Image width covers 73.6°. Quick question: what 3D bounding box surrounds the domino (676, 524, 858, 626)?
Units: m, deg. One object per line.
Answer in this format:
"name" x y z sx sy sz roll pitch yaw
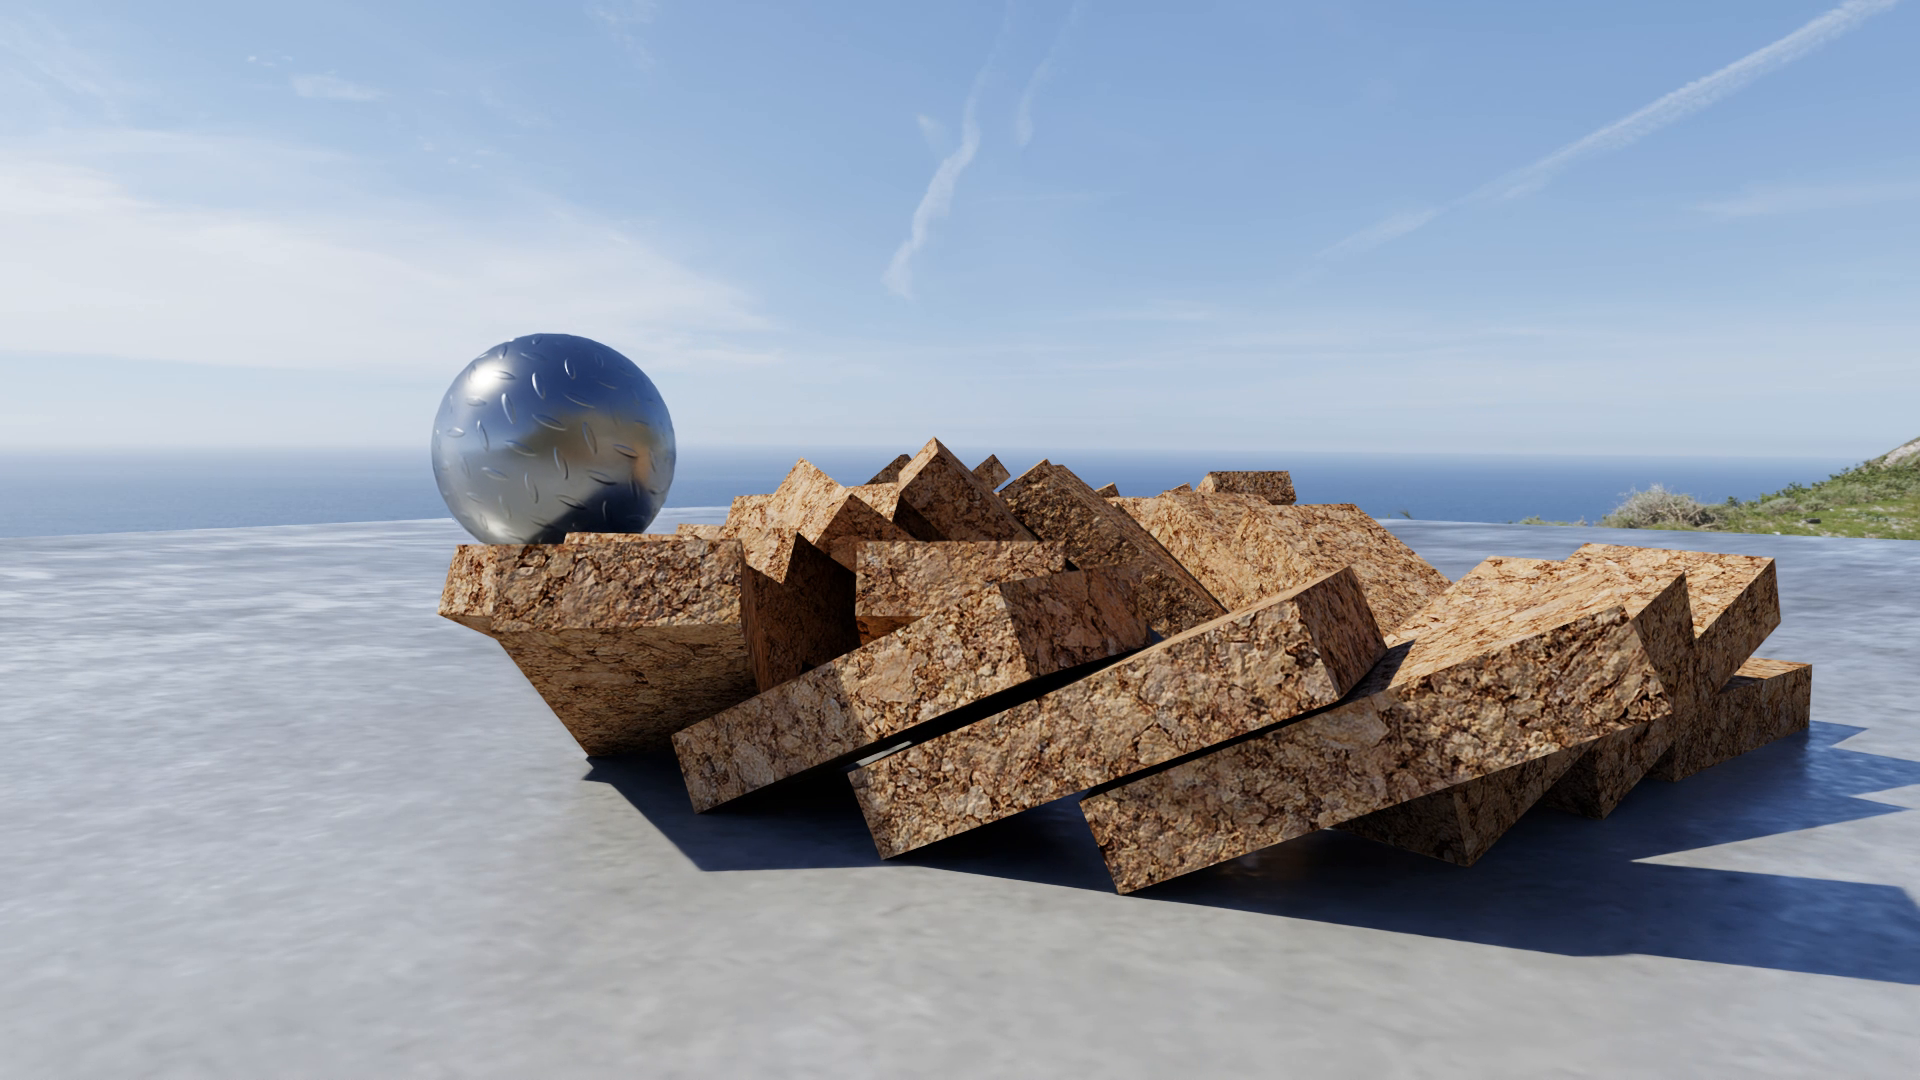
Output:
"domino" -0.026 0.011 0.227 0.025 0.010 0.050 3 -19 30

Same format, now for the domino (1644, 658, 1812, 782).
"domino" 0.101 0.024 0.187 0.050 0.009 0.025 -4 6 -40

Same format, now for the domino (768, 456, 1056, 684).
"domino" -0.006 0.007 0.211 0.050 0.009 0.025 36 -1 -29

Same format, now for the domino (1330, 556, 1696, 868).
"domino" 0.061 0.018 0.151 0.050 0.009 0.025 -29 20 -31

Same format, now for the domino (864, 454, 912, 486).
"domino" -0.035 -0.010 0.438 0.050 0.009 0.025 -39 2 5

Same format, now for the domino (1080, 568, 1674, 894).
"domino" 0.039 0.018 0.124 0.050 0.010 0.025 -25 -4 22

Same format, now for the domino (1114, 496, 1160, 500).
"domino" 0.061 0.001 0.359 0.025 0.010 0.050 2 -18 24

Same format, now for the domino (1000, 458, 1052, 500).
"domino" 0.011 -0.009 0.437 0.050 0.009 0.025 -36 2 2

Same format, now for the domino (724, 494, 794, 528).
"domino" -0.019 0.007 0.245 0.025 0.009 0.050 -2 -27 37

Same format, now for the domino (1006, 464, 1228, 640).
"domino" 0.033 0.005 0.239 0.050 0.009 0.025 40 13 9

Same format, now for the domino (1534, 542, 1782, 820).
"domino" 0.082 0.016 0.167 0.050 0.009 0.025 -29 21 -32

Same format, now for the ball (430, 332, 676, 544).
"ball" -0.138 -0.030 0.439 0.080 0.080 0.080 0 4 0

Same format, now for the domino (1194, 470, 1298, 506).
"domino" 0.077 -0.004 0.384 0.025 0.009 0.050 -1 -28 -16

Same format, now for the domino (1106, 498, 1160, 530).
"domino" 0.049 0.003 0.336 0.025 0.010 0.050 2 -19 30

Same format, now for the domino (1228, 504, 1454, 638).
"domino" 0.070 0.011 0.214 0.025 0.009 0.050 -2 32 -26

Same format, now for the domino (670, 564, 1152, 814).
"domino" -0.006 0.017 0.145 0.050 0.009 0.025 -27 -12 34

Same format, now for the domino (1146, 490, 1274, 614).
"domino" 0.059 0.008 0.237 0.025 0.010 0.050 1 32 -31

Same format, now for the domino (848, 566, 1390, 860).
"domino" 0.016 0.018 0.131 0.050 0.010 0.025 -26 -7 27

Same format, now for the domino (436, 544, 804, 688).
"domino" -0.046 0.014 0.182 0.025 0.010 0.050 0 -21 23

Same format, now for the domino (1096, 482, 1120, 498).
"domino" 0.031 -0.005 0.434 0.050 0.009 0.025 -24 1 8

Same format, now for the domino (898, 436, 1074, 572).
"domino" 0.010 0.003 0.229 0.050 0.010 0.025 43 6 -9

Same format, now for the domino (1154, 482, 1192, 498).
"domino" 0.055 -0.005 0.430 0.050 0.009 0.025 -24 -1 10

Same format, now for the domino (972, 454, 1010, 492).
"domino" -0.005 -0.010 0.437 0.050 0.010 0.025 -39 2 5

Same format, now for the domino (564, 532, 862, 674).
"domino" -0.038 0.012 0.206 0.025 0.009 0.050 1 -20 29

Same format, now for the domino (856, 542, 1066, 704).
"domino" 0.000 0.014 0.176 0.025 0.009 0.050 0 -22 0

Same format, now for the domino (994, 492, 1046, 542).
"domino" 0.008 0.005 0.276 0.025 0.010 0.050 3 -25 32

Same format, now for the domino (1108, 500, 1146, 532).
"domino" 0.036 0.004 0.316 0.025 0.009 0.050 3 -20 32

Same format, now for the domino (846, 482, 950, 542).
"domino" -0.006 0.005 0.258 0.025 0.010 0.050 -3 -28 40

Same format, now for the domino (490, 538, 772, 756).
"domino" -0.037 0.015 0.155 0.025 0.010 0.050 -2 -24 -5

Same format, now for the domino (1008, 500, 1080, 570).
"domino" 0.022 0.005 0.296 0.025 0.009 0.050 3 -21 32
